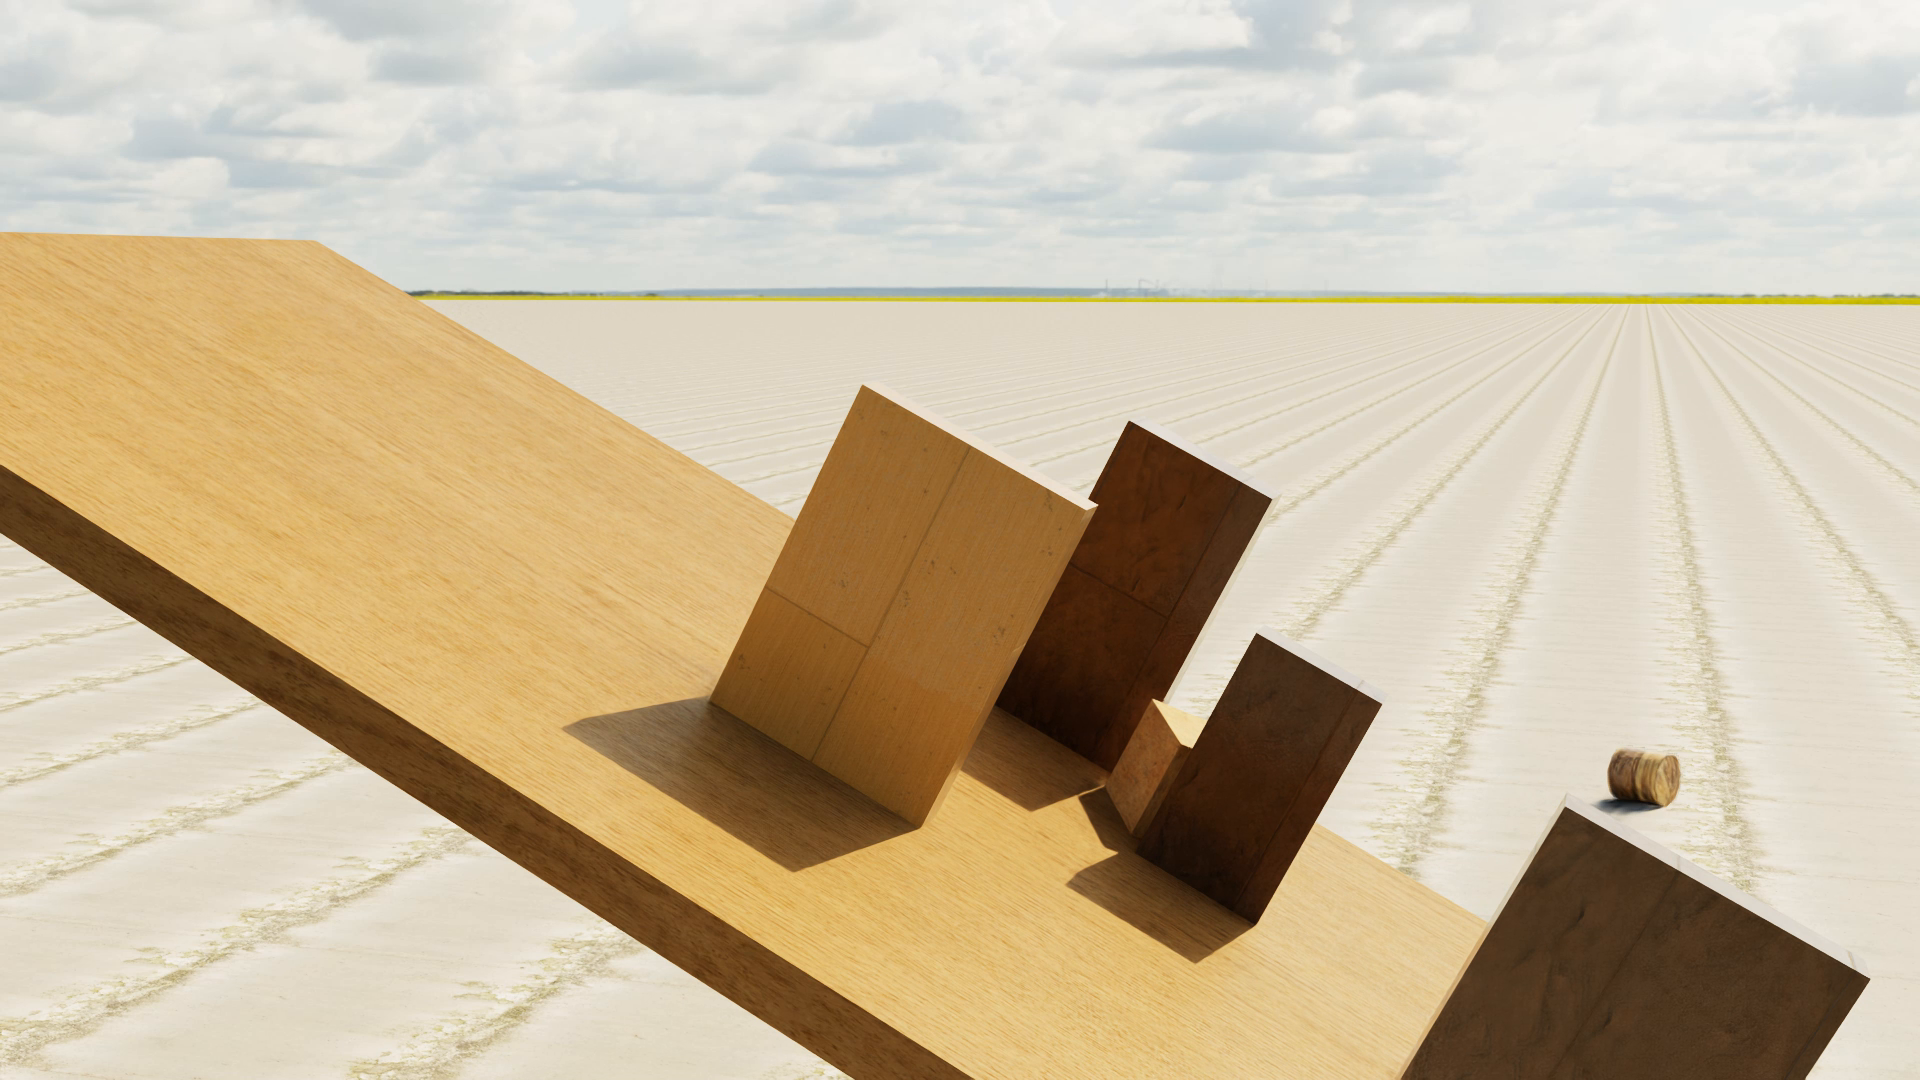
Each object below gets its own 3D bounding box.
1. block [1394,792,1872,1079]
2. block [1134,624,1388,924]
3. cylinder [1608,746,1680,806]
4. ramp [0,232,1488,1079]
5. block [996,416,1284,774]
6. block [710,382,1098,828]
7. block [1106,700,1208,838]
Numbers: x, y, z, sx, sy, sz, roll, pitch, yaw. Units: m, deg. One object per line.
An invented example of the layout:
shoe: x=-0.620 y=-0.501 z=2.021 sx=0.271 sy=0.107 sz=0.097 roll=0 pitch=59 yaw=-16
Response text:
block: x=0.856 y=0.770 z=3.037 sx=0.441 sy=0.715 sz=0.085 roll=30 pitch=14 yaw=12
block: x=0.568 y=0.443 z=4.155 sx=0.264 sy=0.492 sz=0.098 roll=30 pitch=14 yaw=12
cylinder: x=2.402 y=0.831 z=7.724 sx=0.182 sy=0.182 sz=0.182 roll=7 pitch=10 yaw=44
ramp: x=-0.229 y=0.382 z=4.151 sx=4.000 sy=0.100 sz=2.000 roll=30 pitch=14 yaw=12
block: x=0.358 y=0.118 z=4.580 sx=0.333 sy=0.667 sz=0.137 roll=30 pitch=14 yaw=12
block: x=-0.105 y=0.112 z=3.820 sx=0.444 sy=0.635 sz=0.084 roll=30 pitch=14 yaw=12
block: x=0.452 y=0.484 z=4.383 sx=0.210 sy=0.210 sz=0.210 roll=22 pitch=15 yaw=-18
